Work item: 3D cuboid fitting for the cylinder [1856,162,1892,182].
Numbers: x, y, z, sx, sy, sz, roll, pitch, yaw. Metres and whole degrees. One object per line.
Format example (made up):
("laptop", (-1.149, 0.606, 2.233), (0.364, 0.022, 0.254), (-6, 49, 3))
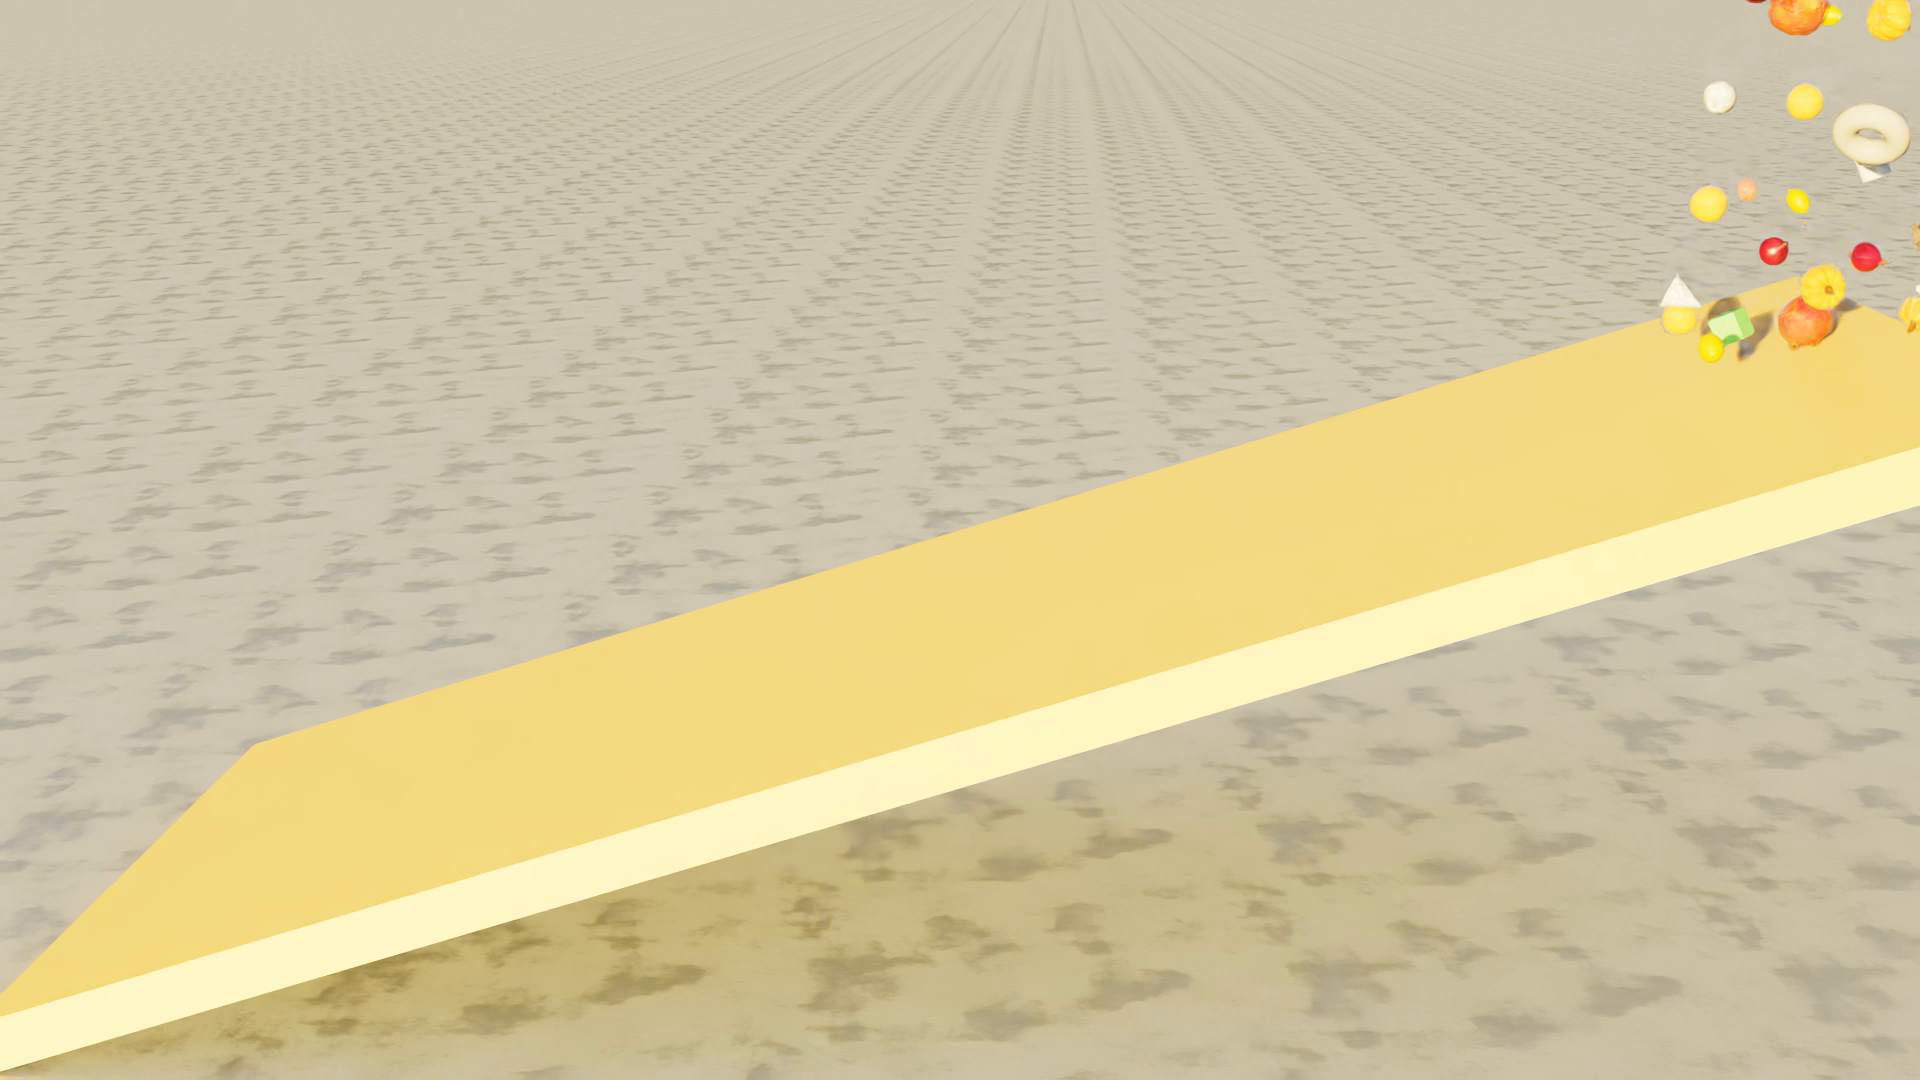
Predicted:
("cylinder", (1.928, -0.797, 6.217), (0.063, 0.063, 0.063), (-21, 3, 1))

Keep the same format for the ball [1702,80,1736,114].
("ball", (1.552, -0.904, 6.007), (0.067, 0.067, 0.067), (0, 11, 0))

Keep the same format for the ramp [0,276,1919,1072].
("ramp", (0.098, 0.184, 6.313), (4.000, 0.100, 2.000), (-17, 10, 5))

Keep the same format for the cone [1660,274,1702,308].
("cone", (1.542, -0.513, 6.251), (0.078, 0.078, 0.078), (29, 19, 12))

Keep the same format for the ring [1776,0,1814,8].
("ring", (1.743, -1.129, 6.135), (0.083, 0.028, 0.083), (-7, 19, 2))

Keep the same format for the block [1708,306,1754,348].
("block", (1.627, -0.450, 6.203), (0.061, 0.061, 0.061), (-21, 3, 41))

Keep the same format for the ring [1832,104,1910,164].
("ring", (1.776, -0.791, 5.731), (0.150, 0.150, 0.050), (6, 56, 29))

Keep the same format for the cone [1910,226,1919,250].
("cone", (1.985, -0.627, 6.022), (0.056, 0.056, 0.056), (-24, 14, -5))
